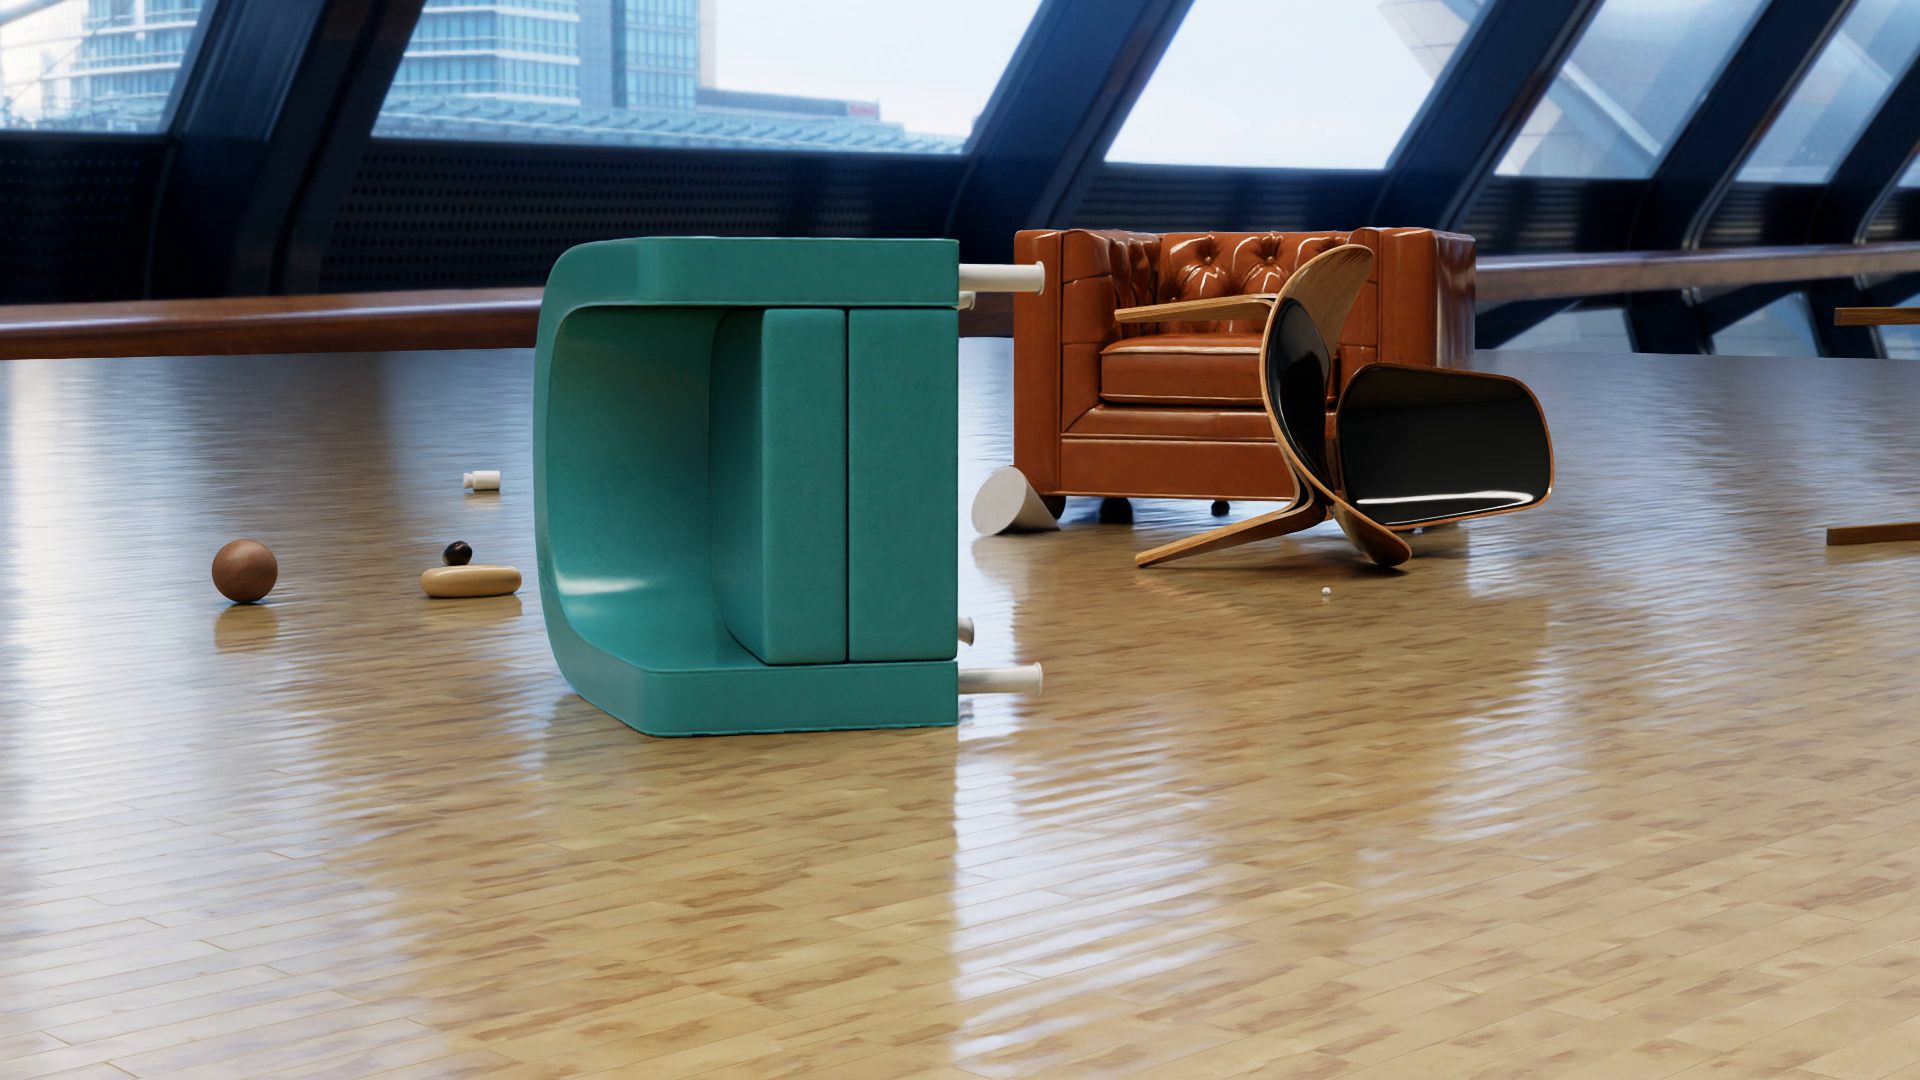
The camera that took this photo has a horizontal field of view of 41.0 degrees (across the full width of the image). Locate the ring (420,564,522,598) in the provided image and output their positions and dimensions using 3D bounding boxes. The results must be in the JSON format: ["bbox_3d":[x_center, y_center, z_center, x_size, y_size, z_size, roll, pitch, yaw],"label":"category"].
[{"bbox_3d":[-1.009,0.085,5.298,0.213,0.061,0.101,-2,4,-23],"label":"ring"}]

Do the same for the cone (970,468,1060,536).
[{"bbox_3d":[0.181,-0.061,6.587,0.223,0.180,0.211,24,-32,-35],"label":"cone"}]

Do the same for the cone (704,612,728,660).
[{"bbox_3d":[-0.421,0.160,4.435,0.038,0.087,0.058,2,6,18],"label":"cone"}]
